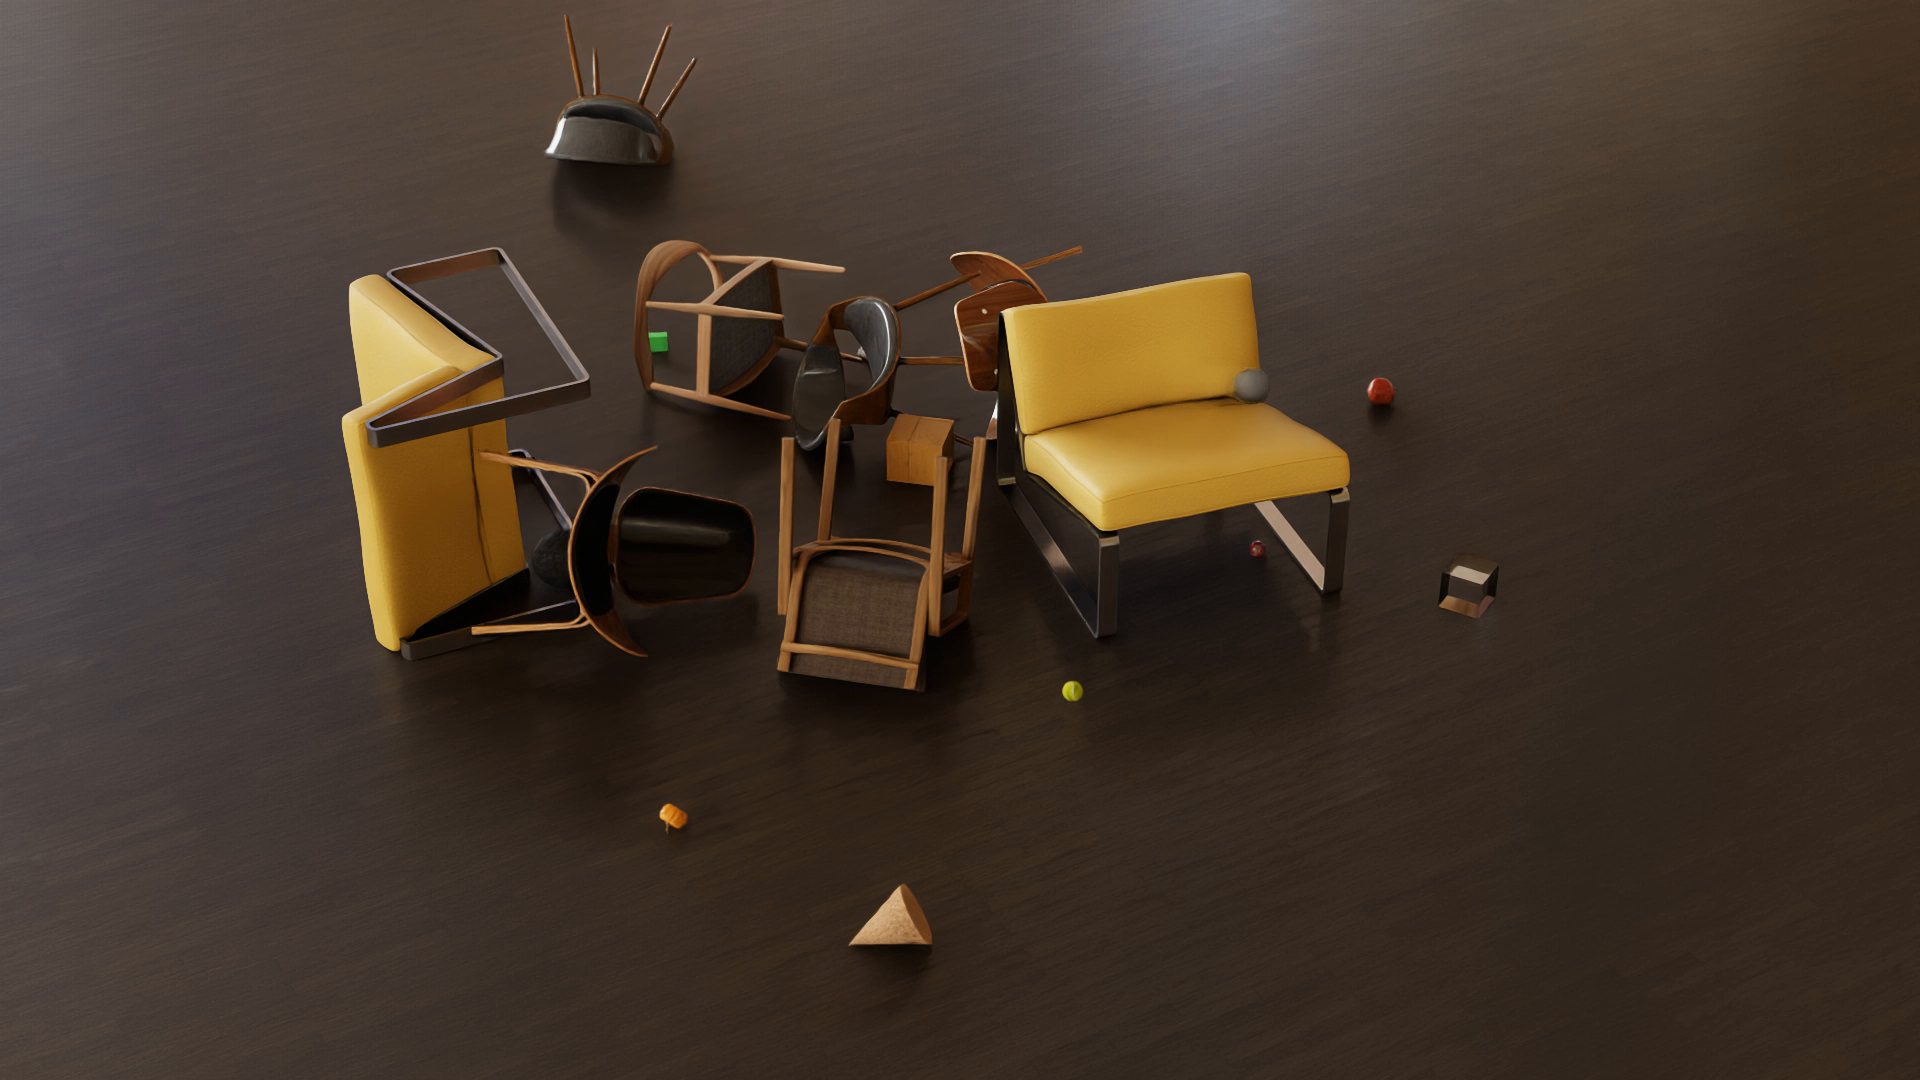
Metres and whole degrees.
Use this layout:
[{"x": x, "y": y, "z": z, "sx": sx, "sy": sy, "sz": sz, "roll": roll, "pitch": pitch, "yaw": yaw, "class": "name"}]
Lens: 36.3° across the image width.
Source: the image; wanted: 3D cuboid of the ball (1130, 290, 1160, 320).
[{"x": 0.779, "y": -0.991, "z": 12.332, "sx": 0.128, "sy": 0.128, "sz": 0.128, "roll": 0, "pitch": 33, "yaw": 0, "class": "ball"}]

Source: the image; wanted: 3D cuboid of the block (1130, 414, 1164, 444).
[{"x": 0.736, "y": -0.439, "z": 11.561, "sx": 0.107, "sy": 0.055, "sz": 0.121, "roll": -6, "pitch": 34, "yaw": -9, "class": "block"}]

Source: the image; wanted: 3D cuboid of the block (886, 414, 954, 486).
[{"x": -0.152, "y": -0.346, "z": 11.306, "sx": 0.219, "sy": 0.180, "sz": 0.204, "roll": 7, "pitch": 34, "yaw": 11, "class": "block"}]

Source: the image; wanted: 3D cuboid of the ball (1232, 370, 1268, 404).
[{"x": 1.079, "y": -0.569, "z": 10.883, "sx": 0.131, "sy": 0.131, "sz": 0.131, "roll": 0, "pitch": 33, "yaw": 0, "class": "ball"}]

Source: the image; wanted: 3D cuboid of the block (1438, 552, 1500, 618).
[{"x": 1.833, "y": 0.162, "z": 10.563, "sx": 0.155, "sy": 0.149, "sz": 0.158, "roll": 18, "pitch": 38, "yaw": 26, "class": "block"}]

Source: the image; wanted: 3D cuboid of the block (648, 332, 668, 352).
[{"x": -1.248, "y": -0.819, "z": 12.125, "sx": 0.077, "sy": 0.068, "sz": 0.039, "roll": -4, "pitch": 34, "yaw": -6, "class": "block"}]

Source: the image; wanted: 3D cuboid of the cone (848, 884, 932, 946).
[{"x": -0.240, "y": 1.201, "z": 9.029, "sx": 0.236, "sy": 0.223, "sz": 0.185, "roll": -25, "pitch": 37, "yaw": 8, "class": "cone"}]

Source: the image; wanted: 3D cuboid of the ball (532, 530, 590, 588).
[{"x": -1.450, "y": 0.068, "z": 10.651, "sx": 0.209, "sy": 0.209, "sz": 0.209, "roll": 0, "pitch": 33, "yaw": 0, "class": "ball"}]
